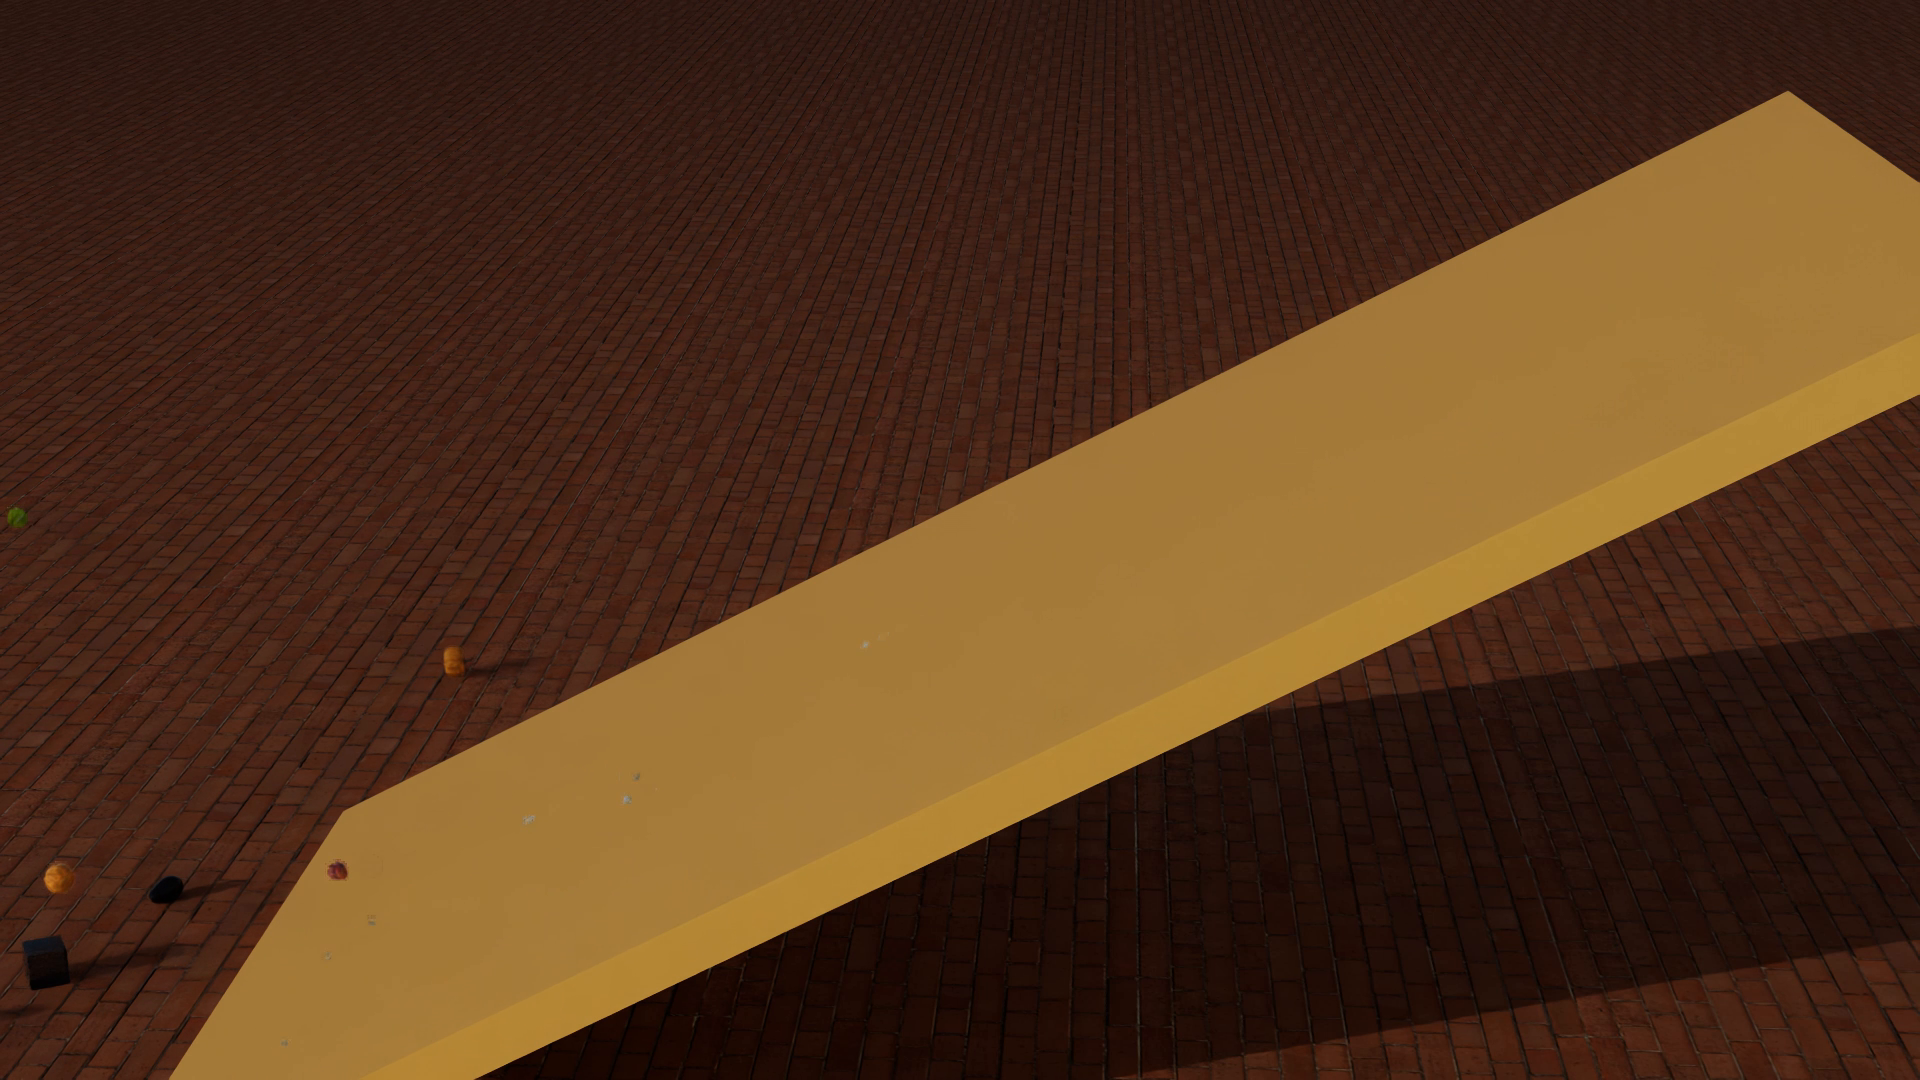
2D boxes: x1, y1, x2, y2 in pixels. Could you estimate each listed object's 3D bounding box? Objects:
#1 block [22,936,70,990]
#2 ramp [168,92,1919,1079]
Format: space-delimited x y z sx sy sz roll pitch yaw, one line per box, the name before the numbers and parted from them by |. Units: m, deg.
block | -2.126 0.983 6.838 0.087 0.087 0.087 -8 19 -25
ramp | 0.141 0.167 6.281 4.000 0.100 2.000 -26 14 11
